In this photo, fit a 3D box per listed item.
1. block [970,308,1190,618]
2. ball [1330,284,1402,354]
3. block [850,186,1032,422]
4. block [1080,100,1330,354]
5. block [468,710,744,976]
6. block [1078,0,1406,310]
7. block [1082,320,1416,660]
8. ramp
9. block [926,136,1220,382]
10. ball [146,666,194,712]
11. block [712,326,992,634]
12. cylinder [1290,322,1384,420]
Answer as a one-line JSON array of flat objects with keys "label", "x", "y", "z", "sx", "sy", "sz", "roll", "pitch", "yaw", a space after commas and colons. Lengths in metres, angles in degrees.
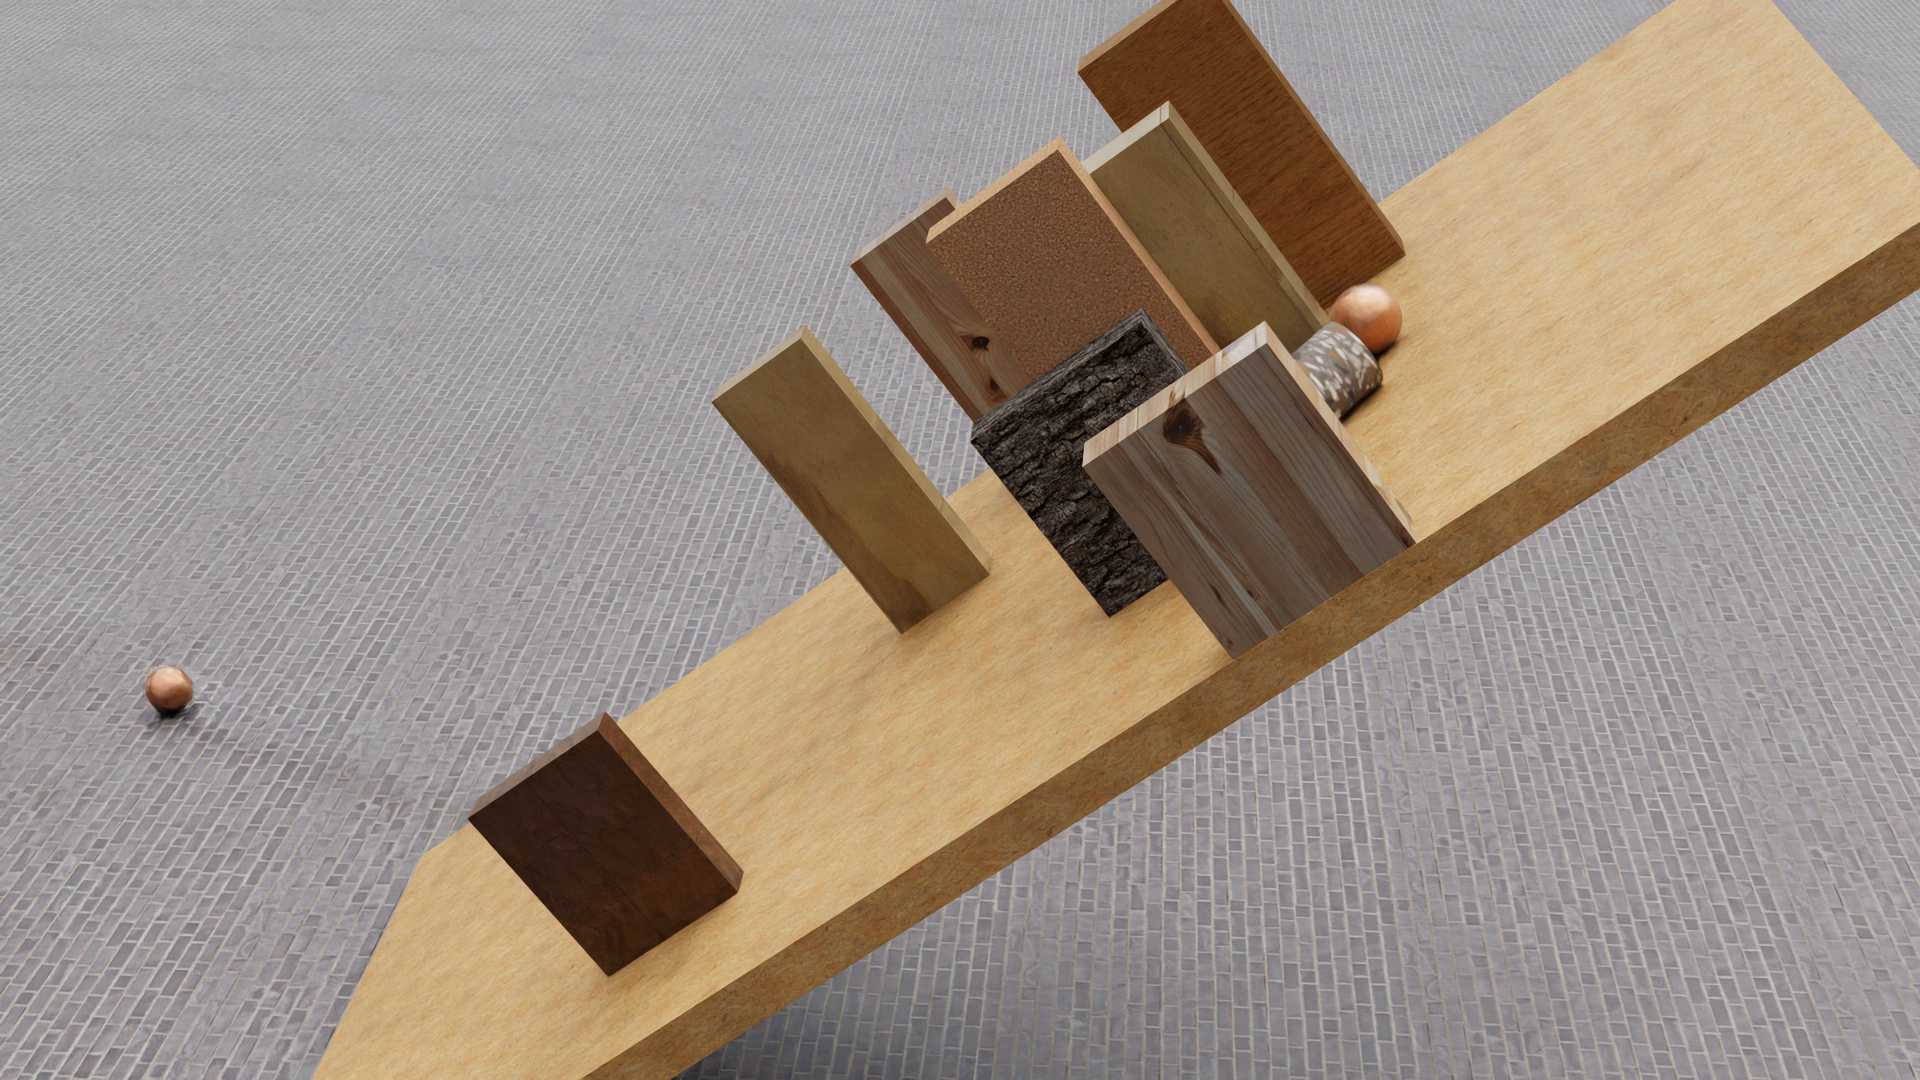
[{"label": "block", "x": 0.324, "y": -0.148, "z": 5.754, "sx": 0.409, "sy": 0.459, "sz": 0.104, "roll": -34, "pitch": 16, "yaw": 16}, {"label": "ball", "x": 0.835, "y": -0.454, "z": 6.045, "sx": 0.148, "sy": 0.148, "sz": 0.148, "roll": 0, "pitch": 22, "yaw": 0}, {"label": "block", "x": 0.059, "y": -0.477, "z": 6.897, "sx": 0.280, "sy": 0.664, "sz": 0.091, "roll": -34, "pitch": 16, "yaw": 16}, {"label": "block", "x": 0.484, "y": -0.524, "z": 6.062, "sx": 0.346, "sy": 0.667, "sz": 0.143, "roll": -34, "pitch": 16, "yaw": 16}, {"label": "block", "x": -0.716, "y": 0.619, "z": 5.962, "sx": 0.344, "sy": 0.447, "sz": 0.088, "roll": -34, "pitch": 16, "yaw": 16}, {"label": "block", "x": 0.622, "y": -0.843, "z": 6.482, "sx": 0.343, "sy": 0.756, "sz": 0.119, "roll": -34, "pitch": 16, "yaw": 16}, {"label": "block", "x": 0.508, "y": -0.083, "z": 5.166, "sx": 0.388, "sy": 0.453, "sz": 0.119, "roll": -34, "pitch": 16, "yaw": 16}, {"label": "ramp", "x": 0.129, "y": 0.179, "z": 6.321, "sx": 4.000, "sy": 0.100, "sz": 2.000, "roll": -34, "pitch": 16, "yaw": 16}, {"label": "block", "x": 0.297, "y": -0.411, "z": 5.978, "sx": 0.328, "sy": 0.768, "sz": 0.109, "roll": -34, "pitch": 16, "yaw": 16}, {"label": "ball", "x": -2.354, "y": 0.446, "z": 8.758, "sx": 0.138, "sy": 0.138, "sz": 0.138, "roll": 0, "pitch": 22, "yaw": 0}, {"label": "block", "x": -0.236, "y": -0.130, "z": 6.546, "sx": 0.252, "sy": 0.685, "sz": 0.093, "roll": -34, "pitch": 16, "yaw": 16}, {"label": "cylinder", "x": 0.732, "y": -0.324, "z": 5.886, "sx": 0.162, "sy": 0.162, "sz": 0.162, "roll": -41, "pitch": 35, "yaw": -10}]
